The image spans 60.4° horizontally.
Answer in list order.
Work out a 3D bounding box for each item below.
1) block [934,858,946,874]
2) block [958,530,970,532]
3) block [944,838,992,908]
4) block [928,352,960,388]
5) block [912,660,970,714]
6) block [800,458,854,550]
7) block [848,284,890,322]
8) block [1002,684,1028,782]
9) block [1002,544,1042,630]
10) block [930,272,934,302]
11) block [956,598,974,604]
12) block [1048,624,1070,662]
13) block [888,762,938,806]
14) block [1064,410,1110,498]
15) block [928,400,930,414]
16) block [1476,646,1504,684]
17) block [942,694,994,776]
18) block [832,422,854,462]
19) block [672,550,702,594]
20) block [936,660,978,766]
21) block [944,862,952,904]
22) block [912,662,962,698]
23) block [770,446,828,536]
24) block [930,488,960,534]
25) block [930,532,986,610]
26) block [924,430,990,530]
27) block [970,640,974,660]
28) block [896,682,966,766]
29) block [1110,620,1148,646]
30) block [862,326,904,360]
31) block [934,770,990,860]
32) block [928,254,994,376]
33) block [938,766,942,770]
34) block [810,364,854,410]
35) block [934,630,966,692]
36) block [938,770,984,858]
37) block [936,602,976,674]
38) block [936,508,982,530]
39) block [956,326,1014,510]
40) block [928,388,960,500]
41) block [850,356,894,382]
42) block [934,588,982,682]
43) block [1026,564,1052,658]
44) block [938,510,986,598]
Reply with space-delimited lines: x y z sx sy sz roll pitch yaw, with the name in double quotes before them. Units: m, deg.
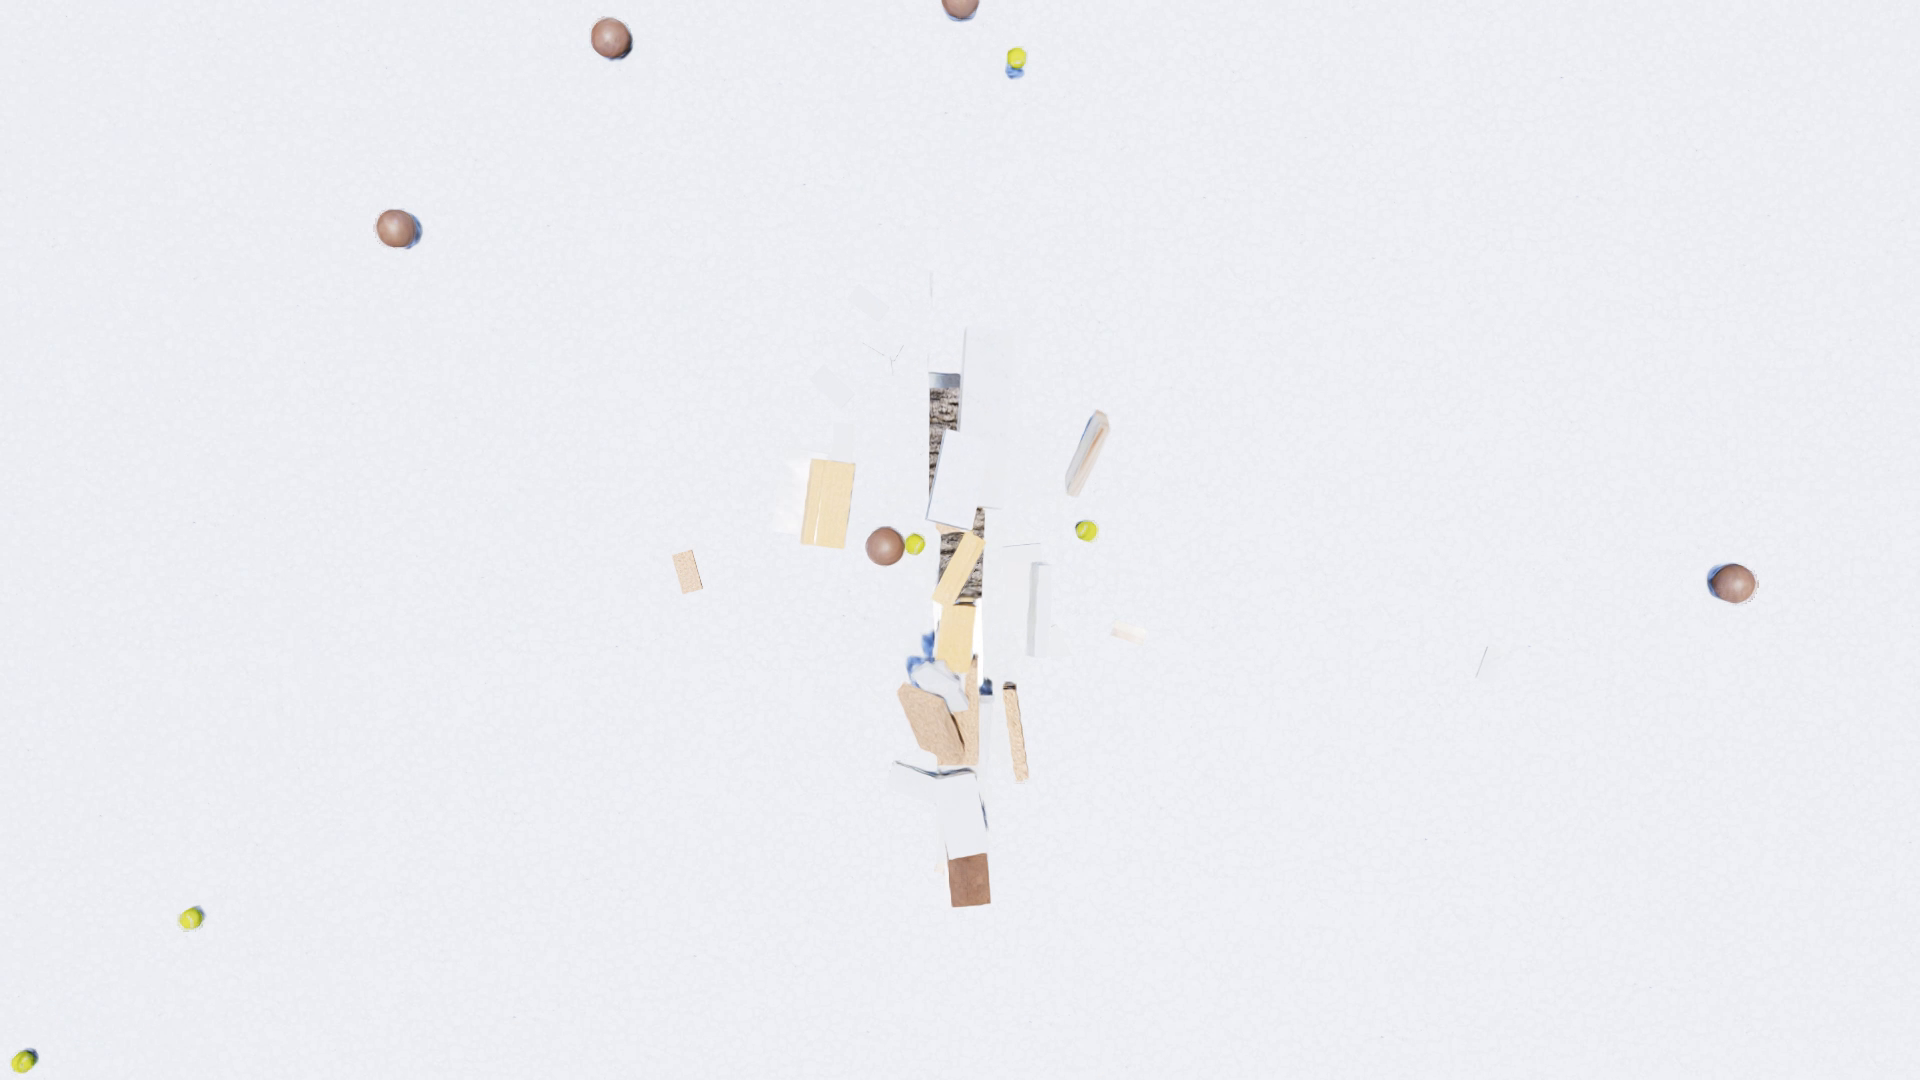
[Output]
"block" -0.011 1.016 5.457 0.098 0.028 0.195 17 89 -1
"block" 0.000 -0.091 4.764 0.067 0.019 0.134 5 90 0
"block" 0.026 1.066 5.323 0.131 0.037 0.261 -6 116 -2
"block" -0.010 -0.518 5.083 0.173 0.347 0.049 2 85 0
"block" -0.056 0.441 4.912 0.101 0.029 0.203 -13 132 18
"block" -0.439 -0.119 5.451 0.142 0.040 0.284 7 91 -23
"block" -0.305 -0.788 5.491 0.128 0.018 0.064 37 90 0
"block" 0.184 0.633 5.424 0.042 0.149 0.299 -8 90 3
"block" 0.216 0.155 5.481 0.131 0.037 0.276 -6 90 0
"block" -0.003 -0.755 5.204 0.173 0.589 0.049 0 86 0
"block" 0.004 0.192 5.084 0.076 0.152 0.022 0 95 0
"block" 0.321 0.343 5.492 0.056 0.016 0.112 -27 90 0
"block" -0.146 0.805 5.455 0.175 0.025 0.087 18 100 17
"block" 0.414 -0.280 5.381 0.037 0.131 0.262 19 117 -11
"block" -0.005 -0.387 5.040 0.171 0.436 0.048 0 90 0
"block" 1.763 0.416 5.492 0.056 0.016 0.112 21 90 0
"block" 0.024 0.618 5.231 0.146 0.041 0.292 5 121 1
"block" -0.391 -0.325 5.491 0.064 0.018 0.128 4 90 0
"block" -0.907 0.107 5.490 0.068 0.019 0.136 -16 90 0
"block" -0.008 0.539 5.106 0.131 0.037 0.420 1 128 2
"block" 0.000 0.999 5.430 0.087 0.025 0.402 3 89 -1
"block" -0.069 0.410 4.846 0.134 0.019 0.067 34 127 -27
"block" -0.533 -0.159 5.480 0.142 0.040 0.284 11 90 0
"block" -0.040 -0.087 4.726 0.067 0.019 0.133 -11 90 0
"block" -0.004 0.089 4.843 0.067 0.019 0.227 27 85 4
"block" -0.006 -0.169 4.660 0.131 0.037 0.262 14 81 -13
"block" 0.001 0.347 4.993 0.076 0.022 0.152 2 128 1
"block" -0.086 0.559 4.997 0.149 0.299 0.042 21 58 31
"block" 0.563 0.309 5.492 0.112 0.016 0.056 19 90 0
"block" -0.258 -0.655 5.491 0.128 0.018 0.064 30 90 0
"block" 0.005 0.869 5.219 0.130 0.037 0.261 -11 97 -1
"block" 0.003 -0.664 4.884 0.173 0.049 0.347 3 90 0
"block" 0.006 0.714 5.354 0.146 0.041 0.404 2 103 -1
"block" -0.426 -0.510 5.490 0.142 0.019 0.068 43 90 0
"block" -0.030 0.370 4.943 0.101 0.029 0.203 4 108 1
"block" 0.002 0.890 5.349 0.146 0.041 0.292 0 104 -2
"block" -0.013 0.289 4.880 0.101 0.029 0.203 6 101 -5
"block" -0.003 -0.180 5.185 0.147 0.042 0.294 0 90 0
"block" 0.068 -0.351 4.738 0.142 0.040 0.518 6 83 -14
"block" -0.004 -0.270 4.798 0.171 0.048 0.342 0 90 0
"block" -0.294 -0.570 5.481 0.136 0.019 0.068 -8 97 5
"block" -0.007 0.299 5.180 0.149 0.042 0.297 -1 90 0
"block" 0.257 0.230 5.384 0.042 0.149 0.299 3 89 -8
"block" 0.005 0.041 4.883 0.130 0.037 0.261 2 90 0
